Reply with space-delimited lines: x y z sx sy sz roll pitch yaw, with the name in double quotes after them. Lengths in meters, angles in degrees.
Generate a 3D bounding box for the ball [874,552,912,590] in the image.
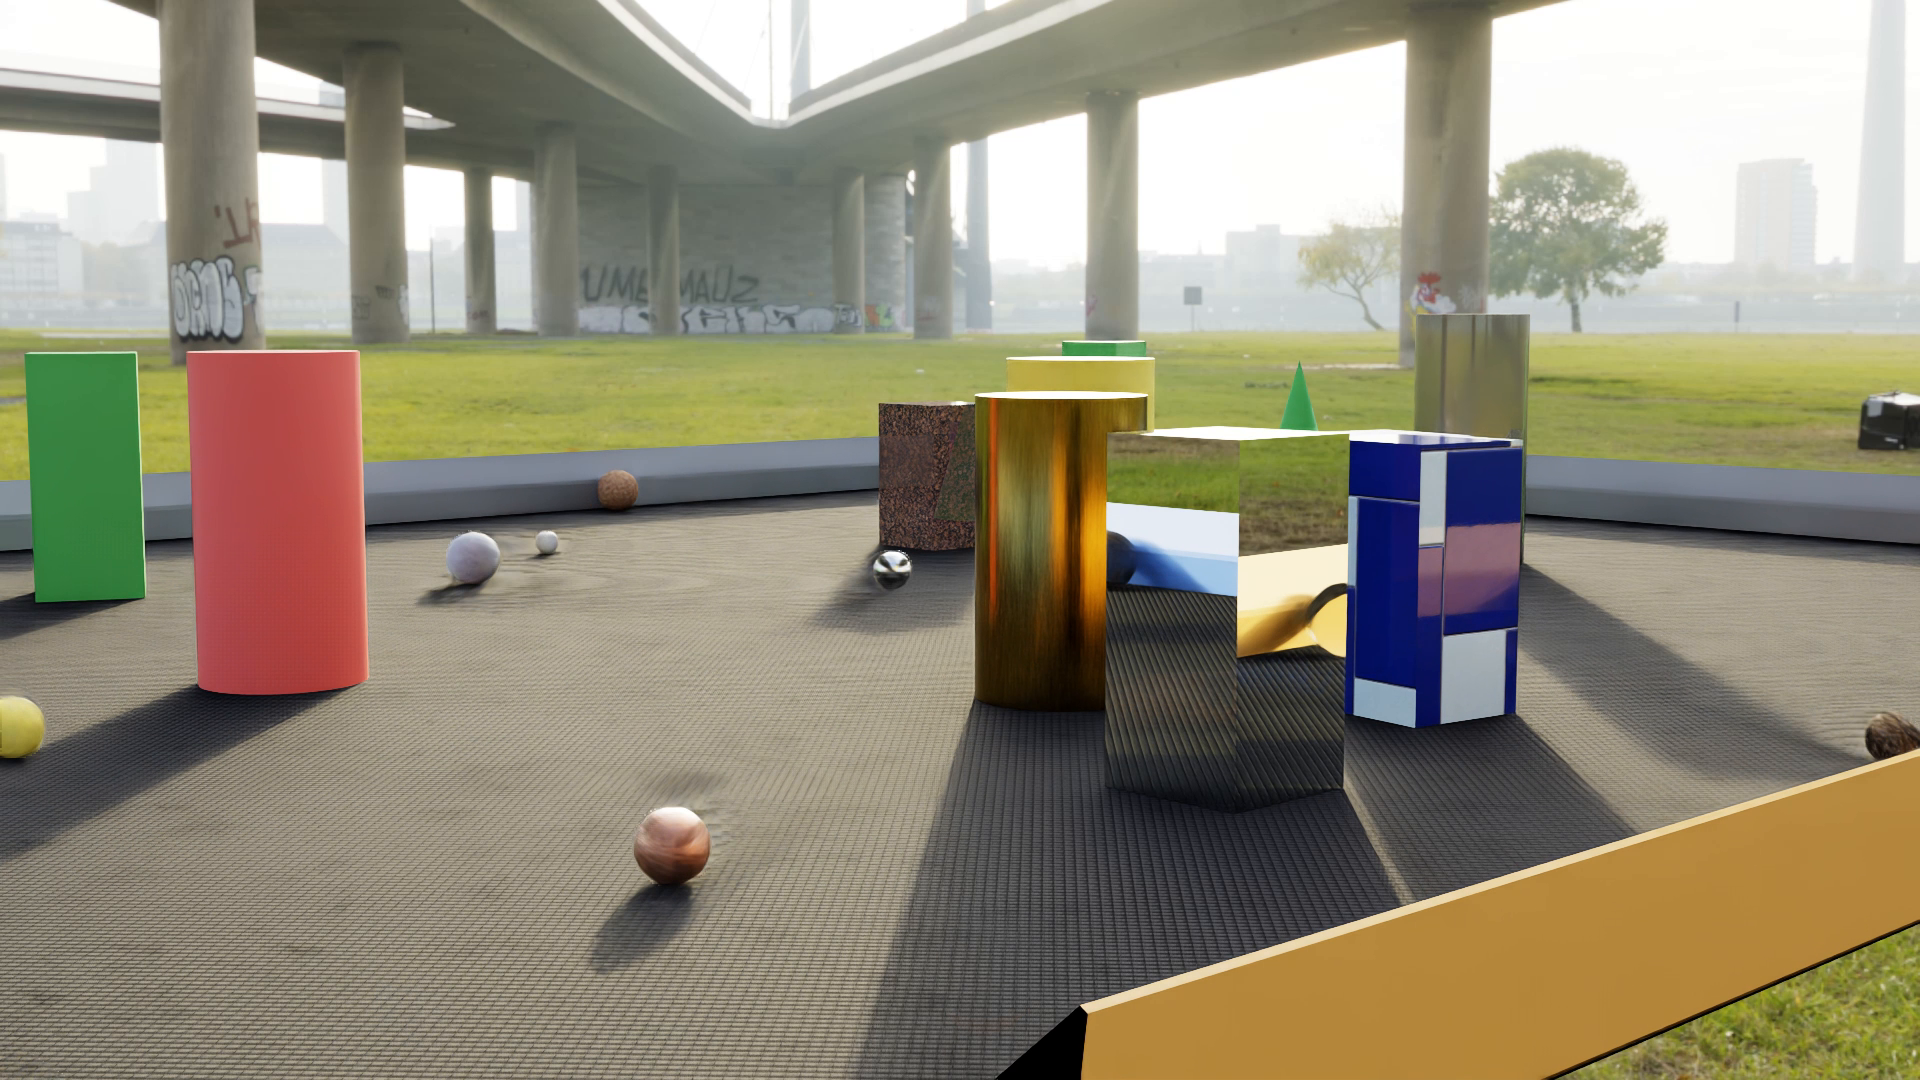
-0.108 0.049 3.514 0.061 0.061 0.061 0 6 0 "ball"

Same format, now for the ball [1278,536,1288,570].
0.573 0.023 3.708 0.072 0.072 0.072 0 6 0 "ball"

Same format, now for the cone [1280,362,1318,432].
0.629 -0.158 4.088 0.197 0.353 0.197 0 6 0 "cone"

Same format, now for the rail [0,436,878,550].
-1.176 -0.099 4.599 3.872 0.128 0.045 -5 8 -42 "rail"

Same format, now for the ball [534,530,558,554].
-0.757 0.004 4.030 0.042 0.042 0.042 0 6 0 "ball"

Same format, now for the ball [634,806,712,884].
-0.224 0.238 1.710 0.060 0.060 0.060 0 6 0 "ball"

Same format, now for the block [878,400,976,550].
-0.043 -0.125 4.181 0.157 0.269 0.157 -5 8 -42 "block"

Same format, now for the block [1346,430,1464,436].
0.525 0.012 2.769 0.157 0.290 0.157 -3 7 -30 "block"

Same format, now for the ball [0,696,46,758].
-0.945 0.187 2.194 0.061 0.061 0.061 0 6 0 "ball"

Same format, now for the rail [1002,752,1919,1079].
1.176 0.166 2.064 3.872 0.128 0.045 -5 8 -42 "rail"

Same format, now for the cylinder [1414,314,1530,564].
0.903 -0.180 3.893 0.197 0.438 0.197 0 6 0 "cylinder"

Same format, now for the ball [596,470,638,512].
-0.763 -0.110 4.892 0.092 0.092 0.092 0 6 0 "ball"

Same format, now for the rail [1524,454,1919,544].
1.405 -0.101 4.622 0.045 0.128 3.516 -5 8 -42 "rail"

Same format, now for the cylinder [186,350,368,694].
-0.815 -0.027 2.633 0.197 0.396 0.197 0 6 0 "cylinder"

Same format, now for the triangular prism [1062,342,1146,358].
0.319 -0.215 4.497 0.148 0.381 0.170 -4 7 -33 "triangular prism"

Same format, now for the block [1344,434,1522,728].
0.507 0.039 2.445 0.157 0.303 0.157 -4 7 -34 "block"

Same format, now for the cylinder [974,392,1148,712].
0.115 0.008 2.526 0.197 0.348 0.197 0 6 0 "cylinder"

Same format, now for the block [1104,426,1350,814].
0.247 0.066 2.042 0.157 0.332 0.157 -6 8 -43 "block"

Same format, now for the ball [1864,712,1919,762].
0.918 0.195 2.167 0.051 0.051 0.051 0 6 0 "ball"

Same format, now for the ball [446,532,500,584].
-0.793 0.030 3.583 0.085 0.085 0.085 0 6 0 "ball"

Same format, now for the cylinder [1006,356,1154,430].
0.160 -0.051 2.936 0.197 0.381 0.197 0 6 0 "cylinder"

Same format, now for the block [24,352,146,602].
-1.366 -0.103 3.443 0.157 0.379 0.157 -2 6 -20 "block"
